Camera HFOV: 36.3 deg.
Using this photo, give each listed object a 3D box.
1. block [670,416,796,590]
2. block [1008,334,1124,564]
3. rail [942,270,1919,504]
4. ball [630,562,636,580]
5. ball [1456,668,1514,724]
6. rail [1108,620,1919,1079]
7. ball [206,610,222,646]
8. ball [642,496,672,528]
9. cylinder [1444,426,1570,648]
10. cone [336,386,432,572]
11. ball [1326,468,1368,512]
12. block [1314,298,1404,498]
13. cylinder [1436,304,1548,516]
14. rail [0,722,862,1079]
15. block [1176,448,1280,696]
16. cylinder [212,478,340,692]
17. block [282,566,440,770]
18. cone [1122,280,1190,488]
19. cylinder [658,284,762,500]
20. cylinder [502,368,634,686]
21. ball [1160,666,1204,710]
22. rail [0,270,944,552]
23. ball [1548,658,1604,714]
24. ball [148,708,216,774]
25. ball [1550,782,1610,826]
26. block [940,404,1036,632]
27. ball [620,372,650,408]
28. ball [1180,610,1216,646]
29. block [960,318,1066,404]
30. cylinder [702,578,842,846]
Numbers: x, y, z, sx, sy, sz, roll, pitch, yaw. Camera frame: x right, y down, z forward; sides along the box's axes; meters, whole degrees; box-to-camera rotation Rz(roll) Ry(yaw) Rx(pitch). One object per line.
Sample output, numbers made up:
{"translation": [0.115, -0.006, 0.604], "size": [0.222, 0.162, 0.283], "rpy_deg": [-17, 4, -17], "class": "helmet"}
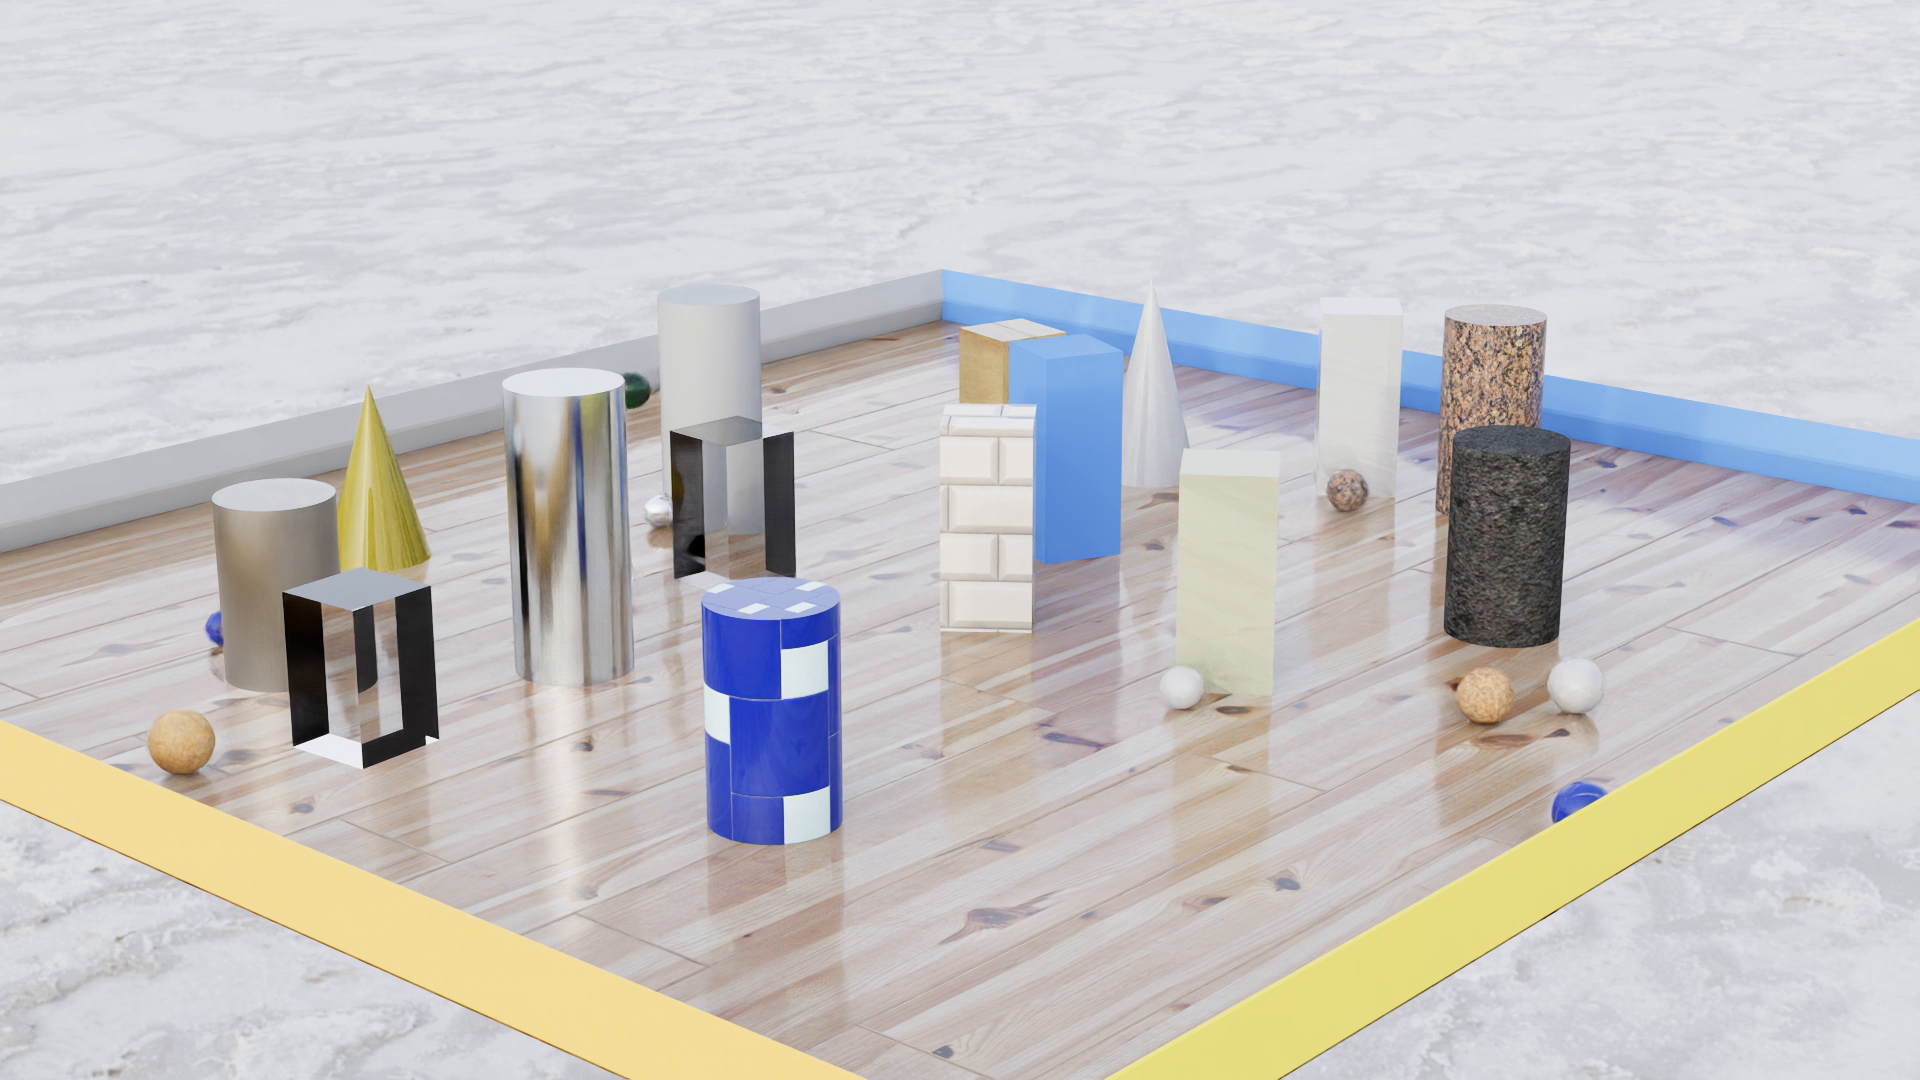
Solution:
{"translation": [-0.400, -0.060, 5.170], "size": [0.154, 0.273, 0.154], "rpy_deg": [-16, 23, -42], "class": "block"}
{"translation": [0.191, -0.167, 5.340], "size": [0.154, 0.380, 0.154], "rpy_deg": [-7, 18, -23], "class": "block"}
{"translation": [1.059, -0.321, 6.288], "size": [2.965, 0.125, 0.045], "rpy_deg": [14, 22, 39], "class": "rail"}
{"translation": [-0.600, 0.057, 5.156], "size": [0.058, 0.058, 0.058], "rpy_deg": [0, 17, 0], "class": "ball"}
{"translation": [0.806, 0.239, 4.504], "size": [0.086, 0.086, 0.086], "rpy_deg": [0, 17, 0], "class": "ball"}
{"translation": [1.102, 0.308, 4.205], "size": [0.045, 0.125, 3.277], "rpy_deg": [14, 22, 39], "class": "rail"}
{"translation": [-1.218, 0.145, 4.857], "size": [0.061, 0.061, 0.061], "rpy_deg": [0, 17, 0], "class": "ball"}
{"translation": [-0.565, -0.053, 5.511], "size": [0.062, 0.062, 0.062], "rpy_deg": [0, 17, 0], "class": "ball"}
{"translation": [0.912, -0.007, 4.894], "size": [0.192, 0.331, 0.192], "rpy_deg": [0, 17, 0], "class": "cylinder"}
{"translation": [-1.060, -0.126, 5.299], "size": [0.192, 0.324, 0.192], "rpy_deg": [0, 17, 0], "class": "cone"}
{"translation": [0.743, -0.096, 5.620], "size": [0.081, 0.081, 0.081], "rpy_deg": [0, 17, 0], "class": "ball"}
{"translation": [0.779, -0.281, 5.746], "size": [0.154, 0.363, 0.154], "rpy_deg": [1, 17, 4], "class": "block"}
{"translation": [1.012, -0.243, 5.592], "size": [0.192, 0.380, 0.192], "rpy_deg": [0, 17, 0], "class": "cylinder"}
{"translation": [-1.059, 0.384, 3.953], "size": [2.965, 0.125, 0.045], "rpy_deg": [14, 22, 39], "class": "rail"}
{"translation": [0.425, 0.050, 4.660], "size": [0.154, 0.358, 0.154], "rpy_deg": [2, 17, 6], "class": "block"}
{"translation": [-1.088, 0.071, 4.692], "size": [0.192, 0.299, 0.192], "rpy_deg": [0, 17, 0], "class": "cylinder"}
{"translation": [-0.896, 0.190, 4.390], "size": [0.154, 0.246, 0.154], "rpy_deg": [12, 21, 35], "class": "block"}
{"translation": [0.377, -0.325, 5.817], "size": [0.192, 0.407, 0.192], "rpy_deg": [0, 17, 0], "class": "cone"}
{"translation": [-0.471, -0.256, 5.554], "size": [0.192, 0.426, 0.192], "rpy_deg": [0, 17, 0], "class": "cylinder"}
{"translation": [-0.625, -0.022, 4.694], "size": [0.192, 0.475, 0.192], "rpy_deg": [0, 17, 0], "class": "cylinder"}
{"translation": [0.346, 0.229, 4.566], "size": [0.068, 0.068, 0.068], "rpy_deg": [0, 17, 0], "class": "ball"}
{"translation": [-1.102, -0.245, 6.036], "size": [0.045, 0.125, 3.277], "rpy_deg": [14, 22, 39], "class": "rail"}
{"translation": [0.955, 0.226, 4.544], "size": [0.087, 0.087, 0.087], "rpy_deg": [0, 17, 0], "class": "ball"}
{"translation": [-1.142, 0.296, 4.298], "size": [0.096, 0.096, 0.096], "rpy_deg": [0, 17, 0], "class": "ball"}
{"translation": [0.859, 0.377, 4.042], "size": [0.089, 0.089, 0.089], "rpy_deg": [0, 17, 0], "class": "ball"}
{"translation": [0.048, -0.038, 4.953], "size": [0.154, 0.357, 0.154], "rpy_deg": [1, 17, 3], "class": "block"}
{"translation": [-0.714, -0.327, 6.384], "size": [0.082, 0.082, 0.082], "rpy_deg": [0, 17, 0], "class": "ball"}
{"translation": [0.394, 0.145, 4.862], "size": [0.058, 0.058, 0.058], "rpy_deg": [0, 17, 0], "class": "ball"}
{"translation": [0.105, -0.290, 5.928], "size": [0.154, 0.275, 0.154], "rpy_deg": [-11, 20, -33], "class": "block"}
{"translation": [-0.261, 0.237, 4.092], "size": [0.192, 0.328, 0.192], "rpy_deg": [0, 17, 0], "class": "cylinder"}
